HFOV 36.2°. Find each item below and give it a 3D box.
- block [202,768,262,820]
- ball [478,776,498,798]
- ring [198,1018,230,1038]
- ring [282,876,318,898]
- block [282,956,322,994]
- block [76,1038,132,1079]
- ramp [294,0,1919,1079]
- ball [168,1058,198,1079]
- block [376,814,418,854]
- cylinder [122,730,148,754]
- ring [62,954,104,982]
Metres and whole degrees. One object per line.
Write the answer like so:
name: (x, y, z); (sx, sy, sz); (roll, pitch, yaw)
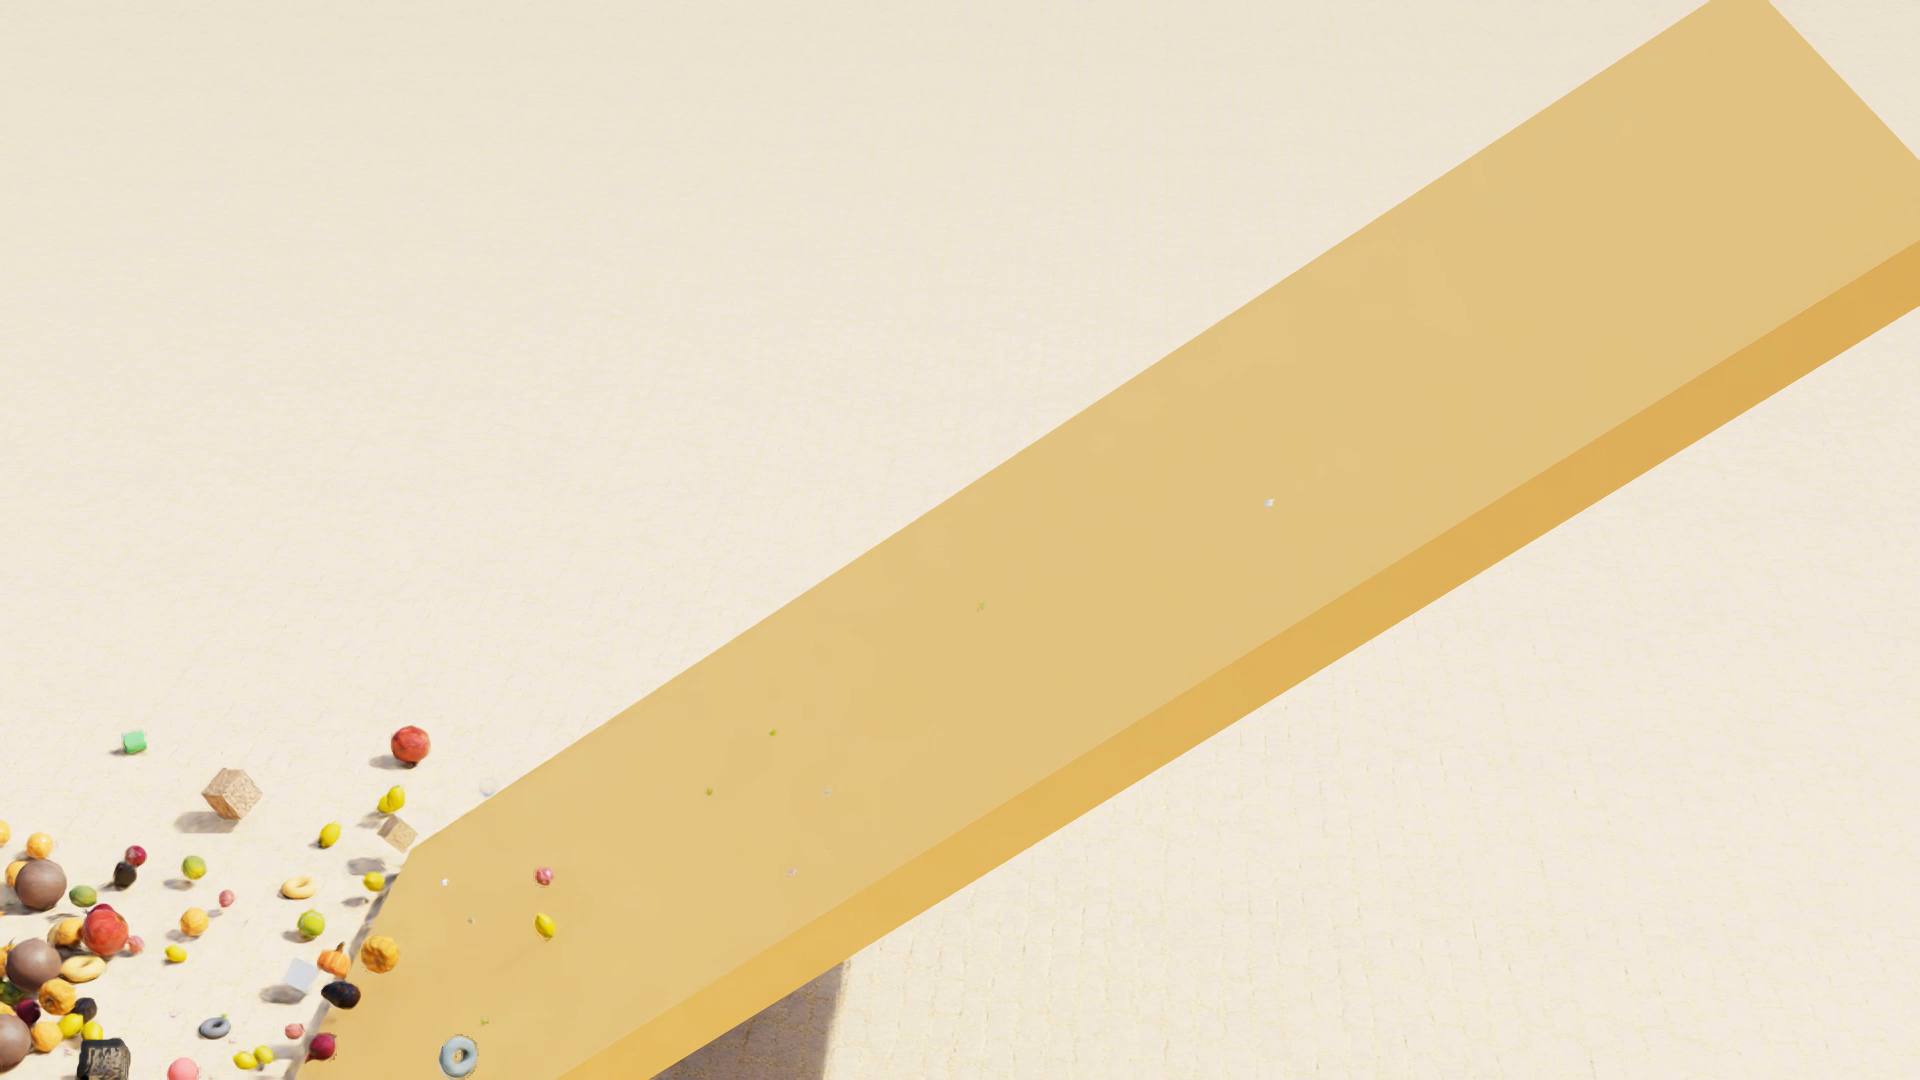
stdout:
block: (-1.987, 0.694, 8.029); (0.097, 0.097, 0.097); (-1, 42, 40)
ball: (-1.237, 0.647, 7.707); (0.053, 0.053, 0.053); (0, 22, 0)
ring: (-1.787, 1.170, 7.054); (0.075, 0.025, 0.075); (0, 23, 0)
ring: (-1.728, 0.910, 7.699); (0.092, 0.031, 0.092); (0, 22, 0)
block: (-1.607, 1.063, 7.189); (0.066, 0.066, 0.066); (27, -9, 0)
block: (-1.980, 1.214, 6.804); (0.090, 0.090, 0.090); (-1, 57, 2)
ramp: (0.134, 0.175, 6.311); (4.000, 0.100, 2.000); (-33, 16, 15)
ball: (-1.803, 1.237, 6.825); (0.070, 0.070, 0.070); (0, 22, 0)
block: (-1.488, 0.777, 7.786); (0.068, 0.068, 0.068); (-53, 29, -9)
cylinder: (-2.378, 0.581, 8.471); (0.057, 0.057, 0.057); (-15, 26, -22)
ring: (-2.179, 1.063, 7.305); (0.105, 0.035, 0.105); (-3, 18, 1)
